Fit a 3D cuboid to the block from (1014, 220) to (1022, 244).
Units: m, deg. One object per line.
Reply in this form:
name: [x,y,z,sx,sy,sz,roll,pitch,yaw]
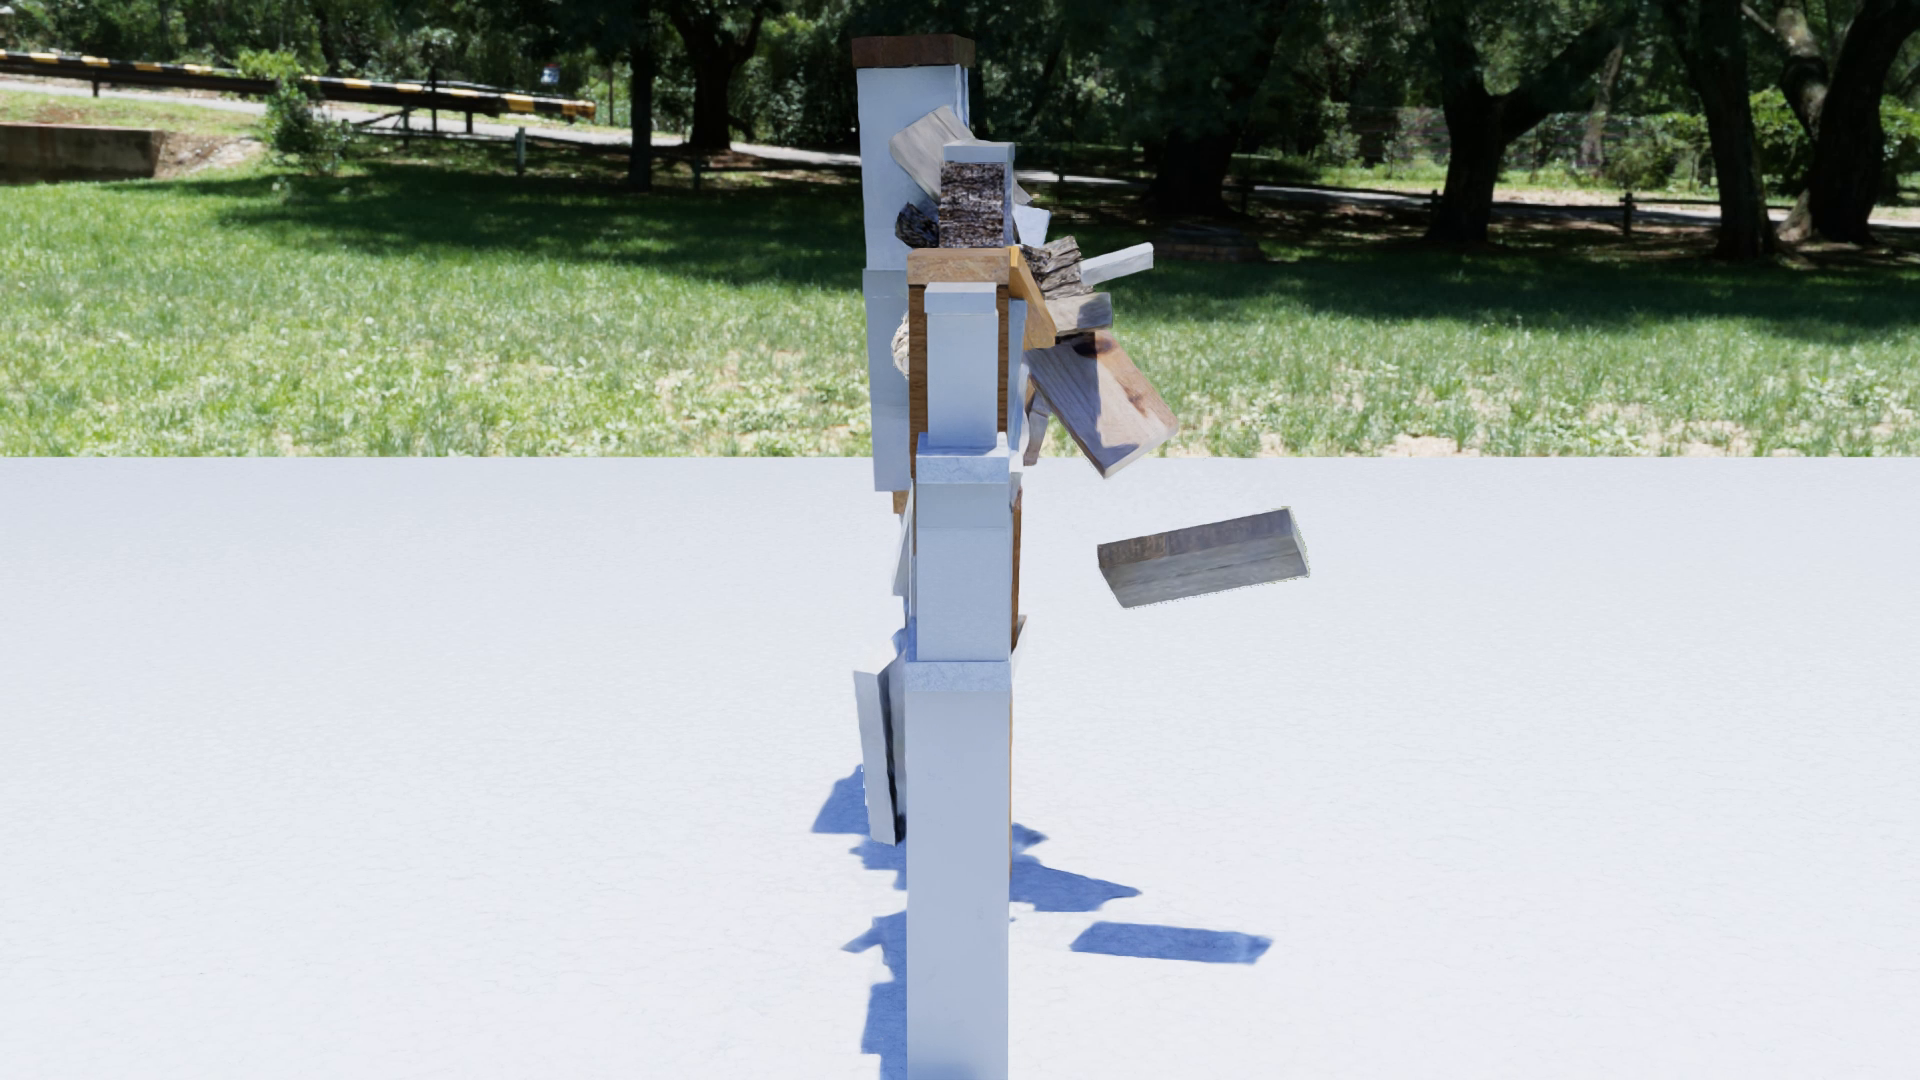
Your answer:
block: [0.069,-0.463,3.386,0.014,0.098,0.049,29,68,30]

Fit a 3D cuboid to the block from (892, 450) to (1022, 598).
block: [-0.008,-0.022,3.368,0.153,0.305,0.043,5,48,-8]

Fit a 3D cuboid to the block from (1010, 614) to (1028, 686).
block: [0.016,0.188,3.794,0.173,0.049,0.346,1,11,6]

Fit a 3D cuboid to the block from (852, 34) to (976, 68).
block: [-0.079,-0.876,3.958,0.175,0.050,0.351,-1,11,7]

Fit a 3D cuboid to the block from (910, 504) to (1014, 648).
block: [0.000,0.219,3.371,0.153,0.564,0.043,0,19,-2]

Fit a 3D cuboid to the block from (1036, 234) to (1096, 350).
block: [0.158,-0.410,3.627,0.121,0.034,0.241,-19,39,4]

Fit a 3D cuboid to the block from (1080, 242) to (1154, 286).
block: [0.247,-0.434,3.466,0.116,0.016,0.058,-16,-19,1]

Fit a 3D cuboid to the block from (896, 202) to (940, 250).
block: [-0.003,-0.487,3.816,0.241,0.034,0.121,35,-7,2]

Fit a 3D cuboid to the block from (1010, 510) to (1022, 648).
block: [0.038,0.058,3.689,0.121,0.241,0.034,1,12,-3]

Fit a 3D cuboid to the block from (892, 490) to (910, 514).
block: [-0.040,-0.099,4.197,0.152,0.043,0.304,-2,11,4]

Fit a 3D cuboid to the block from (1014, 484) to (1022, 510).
block: [0.040,-0.090,3.731,0.121,0.034,0.241,2,11,-1]

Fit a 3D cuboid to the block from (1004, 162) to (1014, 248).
block: [0.035,-0.478,3.315,0.091,0.182,0.026,-1,6,7]

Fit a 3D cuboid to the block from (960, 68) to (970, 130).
block: [-0.069,-0.703,4.122,0.175,0.351,0.050,-1,11,7]

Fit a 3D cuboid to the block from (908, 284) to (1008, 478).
block: [-0.002,-0.215,2.981,0.133,0.266,0.038,0,21,0]

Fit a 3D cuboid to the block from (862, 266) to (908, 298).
block: [-0.068,-0.496,4.111,0.180,0.051,0.359,-1,11,6]

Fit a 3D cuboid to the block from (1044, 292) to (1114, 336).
block: [0.184,-0.359,3.509,0.116,0.058,0.016,-7,-23,12]

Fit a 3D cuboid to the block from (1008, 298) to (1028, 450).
block: [0.024,-0.243,3.282,0.122,0.245,0.035,5,13,-8]

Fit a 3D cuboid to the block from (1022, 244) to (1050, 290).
block: [0.103,-0.403,3.401,0.049,0.098,0.014,17,-1,-2]

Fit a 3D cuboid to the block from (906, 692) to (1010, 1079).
block: [-0.003,0.455,2.888,0.134,0.551,0.038,0,10,0]

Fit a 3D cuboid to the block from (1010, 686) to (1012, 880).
block: [0.000,0.404,3.718,0.173,0.346,0.049,0,12,0]

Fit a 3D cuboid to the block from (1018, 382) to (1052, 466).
block: [0.124,-0.309,3.838,0.042,0.368,0.148,22,-11,-32]

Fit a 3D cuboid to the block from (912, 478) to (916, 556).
block: [0.000,-0.177,3.145,0.133,0.399,0.038,0,9,1]

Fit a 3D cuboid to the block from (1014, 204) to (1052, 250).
block: [0.104,-0.479,3.545,0.058,0.116,0.016,12,-9,14]

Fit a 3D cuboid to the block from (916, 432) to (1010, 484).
block: [0.003,-0.108,2.840,0.116,0.033,0.232,0,11,0]

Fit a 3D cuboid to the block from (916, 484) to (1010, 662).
block: [0.003,0.037,2.788,0.116,0.232,0.033,0,11,0]

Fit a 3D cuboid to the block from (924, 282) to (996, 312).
block: [0.002,-0.309,2.797,0.088,0.025,0.176,0,11,1]

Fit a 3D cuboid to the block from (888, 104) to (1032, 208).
block: [0.000,-0.614,3.697,0.121,0.241,0.034,-34,-20,-16]

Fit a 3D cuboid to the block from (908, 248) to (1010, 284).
block: [0.001,-0.376,3.012,0.133,0.038,0.266,0,10,2]

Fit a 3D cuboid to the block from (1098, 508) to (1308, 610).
block: [0.372,0.031,3.363,0.295,0.042,0.148,-11,-29,14]

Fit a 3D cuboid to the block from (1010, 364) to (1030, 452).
block: [0.034,-0.168,3.425,0.122,0.245,0.035,16,-15,-31]

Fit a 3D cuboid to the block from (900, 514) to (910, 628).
block: [-0.030,0.090,4.129,0.152,0.304,0.043,-2,11,-1]

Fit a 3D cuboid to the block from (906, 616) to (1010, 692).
block: [-0.003,0.149,2.922,0.134,0.038,0.267,0,11,0]

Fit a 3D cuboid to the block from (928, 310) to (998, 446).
block: [0.003,-0.204,2.786,0.088,0.176,0.025,0,26,0]

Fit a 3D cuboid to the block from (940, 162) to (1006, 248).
block: [0.013,-0.263,3.177,0.091,0.555,0.026,2,7,4]

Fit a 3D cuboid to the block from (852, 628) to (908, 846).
block: [-0.096,0.309,3.468,0.043,0.305,0.153,8,28,28]

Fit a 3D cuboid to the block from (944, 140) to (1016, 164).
block: [0.030,-0.570,3.236,0.091,0.026,0.182,2,13,5]

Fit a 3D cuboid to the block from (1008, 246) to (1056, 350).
block: [0.058,-0.360,3.327,0.122,0.035,0.245,-4,-25,15]

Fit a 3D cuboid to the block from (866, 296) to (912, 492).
block: [-0.073,-0.272,4.032,0.180,0.359,0.051,-1,11,6]

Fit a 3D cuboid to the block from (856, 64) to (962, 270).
block: [-0.083,-0.657,3.887,0.175,0.351,0.050,0,14,10]

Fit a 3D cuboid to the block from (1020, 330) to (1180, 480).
block: [0.213,-0.256,3.602,0.148,0.295,0.042,-32,-20,-10]

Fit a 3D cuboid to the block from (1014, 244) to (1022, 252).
block: [0.065,-0.405,3.364,0.049,0.098,0.014,6,24,-4]
